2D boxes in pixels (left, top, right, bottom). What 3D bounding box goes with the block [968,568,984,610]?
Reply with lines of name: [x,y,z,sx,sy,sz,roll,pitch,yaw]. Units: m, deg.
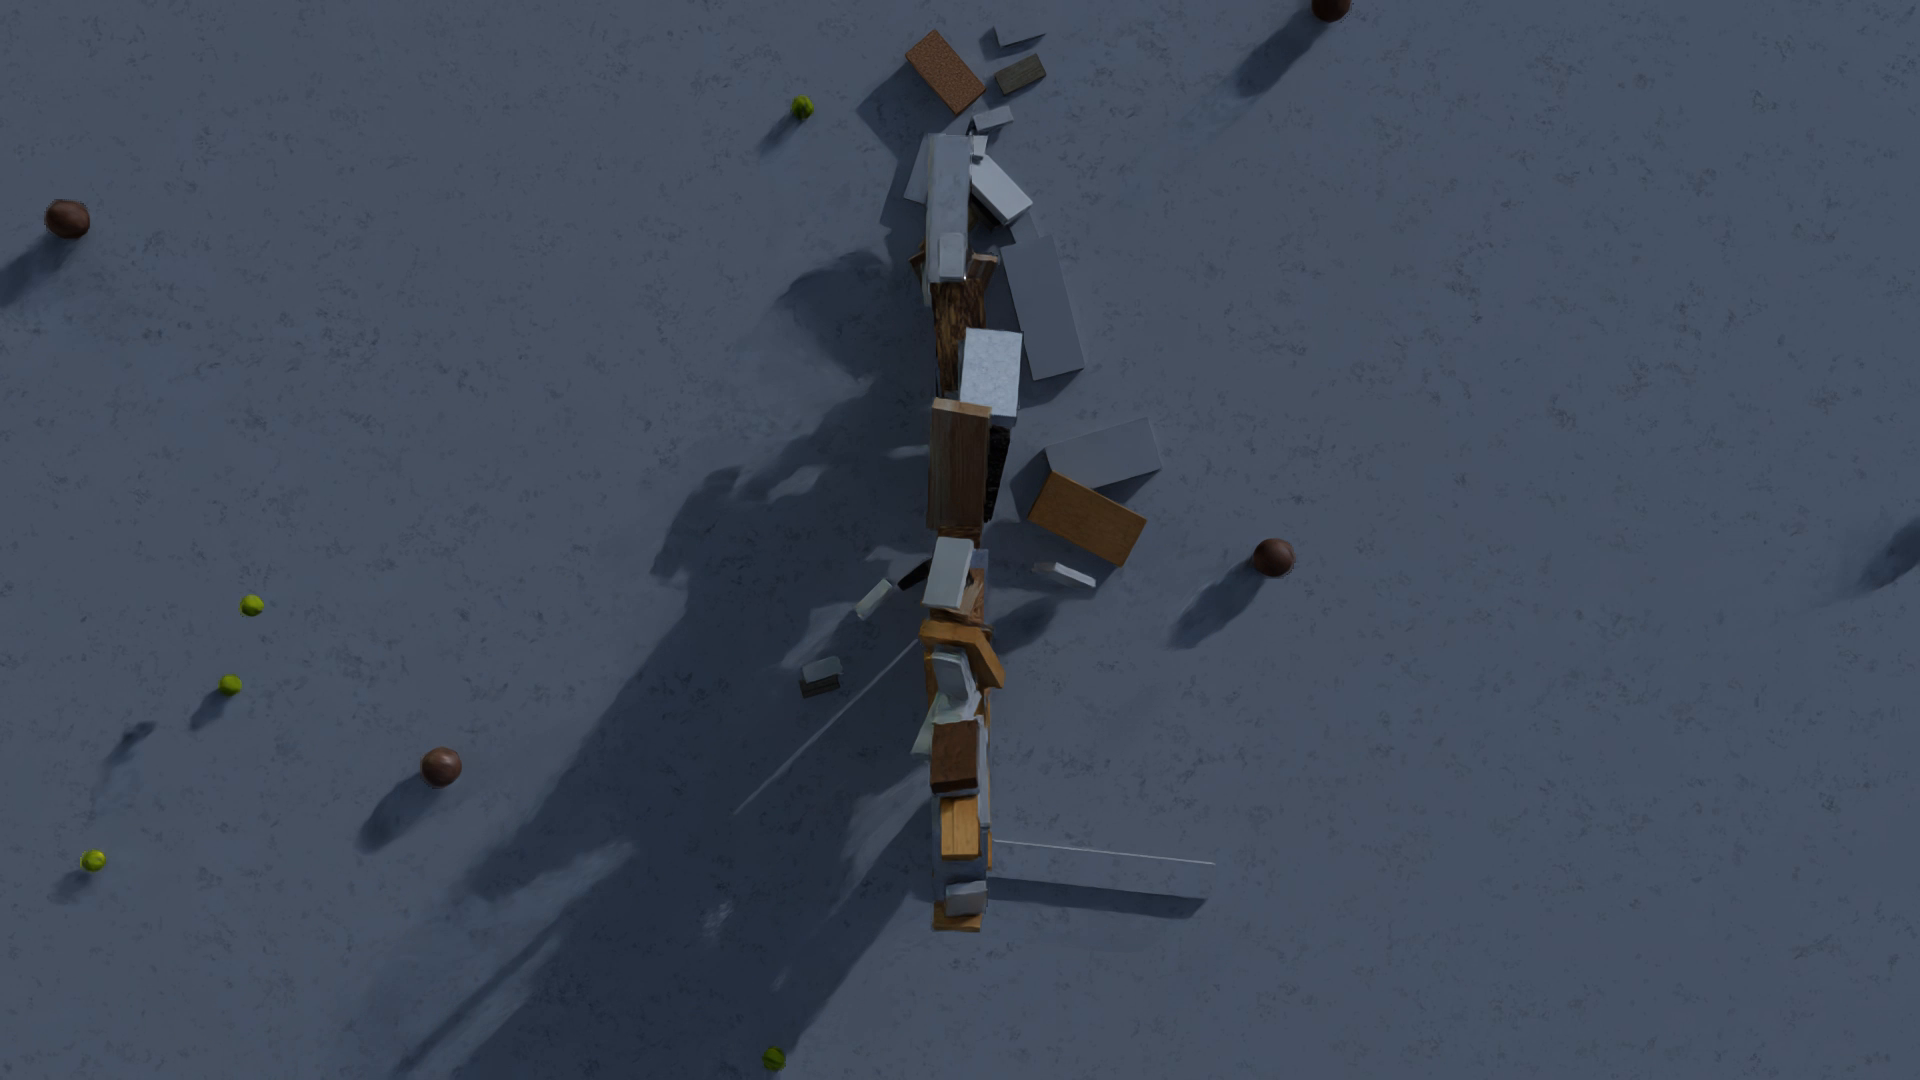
block: [-0.007,0.247,5.025,0.161,0.046,0.322,0,80,0]

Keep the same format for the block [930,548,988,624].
block: [-0.001,0.206,5.111,0.178,0.050,0.356,0,93,0]

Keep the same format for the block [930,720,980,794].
block: [-0.012,0.582,4.449,0.122,0.245,0.035,-9,122,7]

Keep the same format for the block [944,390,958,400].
block: [0.036,-0.307,5.155,0.162,0.046,0.324,-1,109,-2]

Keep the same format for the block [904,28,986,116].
block: [-0.047,-1.542,5.445,0.130,0.037,0.260,-41,90,0]

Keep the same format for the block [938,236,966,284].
block: [-0.027,-0.876,5.151,0.076,0.022,0.153,1,70,-11]

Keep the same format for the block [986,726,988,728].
block: [0.010,0.730,5.065,0.154,0.044,0.309,-1,100,0]

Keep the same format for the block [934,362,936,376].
block: [0.005,-0.431,5.401,0.167,0.047,0.335,-1,118,0]

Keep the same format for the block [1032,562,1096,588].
block: [0.342,0.116,5.397,0.198,0.099,0.028,23,73,-40]

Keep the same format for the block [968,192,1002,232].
block: [0.074,-1.120,5.444,0.104,0.029,0.208,-35,81,-37]

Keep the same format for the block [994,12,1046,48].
block: [0.198,-1.698,5.489,0.157,0.022,0.078,-17,90,0]

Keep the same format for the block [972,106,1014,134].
block: [0.110,-1.397,5.479,0.125,0.018,0.063,-16,66,0]

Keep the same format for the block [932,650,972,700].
block: [-0.023,0.371,4.538,0.086,0.171,0.024,10,52,18]

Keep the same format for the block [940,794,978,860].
block: [-0.001,0.758,4.374,0.097,0.028,0.194,-2,46,1]

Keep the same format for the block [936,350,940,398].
block: [0.006,-0.482,5.299,0.167,0.047,0.335,0,104,0]

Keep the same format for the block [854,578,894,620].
block: [-0.284,0.197,5.461,0.143,0.072,0.020,-45,123,3]

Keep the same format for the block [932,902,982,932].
block: [0.000,1.078,5.155,0.147,0.042,0.293,3,52,2]

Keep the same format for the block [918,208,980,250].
block: [-0.034,-1.020,5.456,0.104,0.029,0.208,35,96,-23]

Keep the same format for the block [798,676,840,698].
block: [-0.468,0.480,5.491,0.127,0.018,0.063,-16,90,0]

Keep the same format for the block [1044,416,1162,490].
block: [0.474,-0.272,5.475,0.356,0.050,0.178,-16,90,0]

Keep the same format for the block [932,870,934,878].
block: [-0.004,1.022,5.483,0.118,0.033,0.236,18,90,0]

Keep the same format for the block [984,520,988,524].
block: [0.005,-0.222,5.426,0.167,0.047,0.335,0,108,0]

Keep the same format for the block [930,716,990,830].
block: [-0.003,0.658,4.678,0.159,0.045,0.318,-3,63,1]

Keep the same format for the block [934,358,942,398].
block: [0.019,-0.424,5.219,0.162,0.046,0.324,-7,90,0]

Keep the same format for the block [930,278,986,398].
block: [0.008,-0.605,5.175,0.162,0.046,0.412,-6,89,0]

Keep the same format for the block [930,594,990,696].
block: [-0.004,0.310,4.965,0.161,0.046,0.322,-5,81,-1]

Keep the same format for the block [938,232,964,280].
block: [-0.026,-0.880,5.125,0.077,0.022,0.153,2,70,-3]

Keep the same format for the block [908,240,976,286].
block: [-0.058,-0.929,5.448,0.208,0.029,0.104,-29,113,-5]

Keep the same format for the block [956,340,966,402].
block: [0.057,-0.491,5.076,0.130,0.037,0.261,2,64,-2]

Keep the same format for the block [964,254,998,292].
block: [0.042,-0.809,5.325,0.076,0.344,0.022,5,62,-11]

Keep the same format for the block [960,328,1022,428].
block: [0.092,-0.495,4.998,0.172,0.049,0.344,6,53,0]

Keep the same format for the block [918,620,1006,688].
block: [0.010,0.321,4.619,0.167,0.333,0.047,8,66,19]
